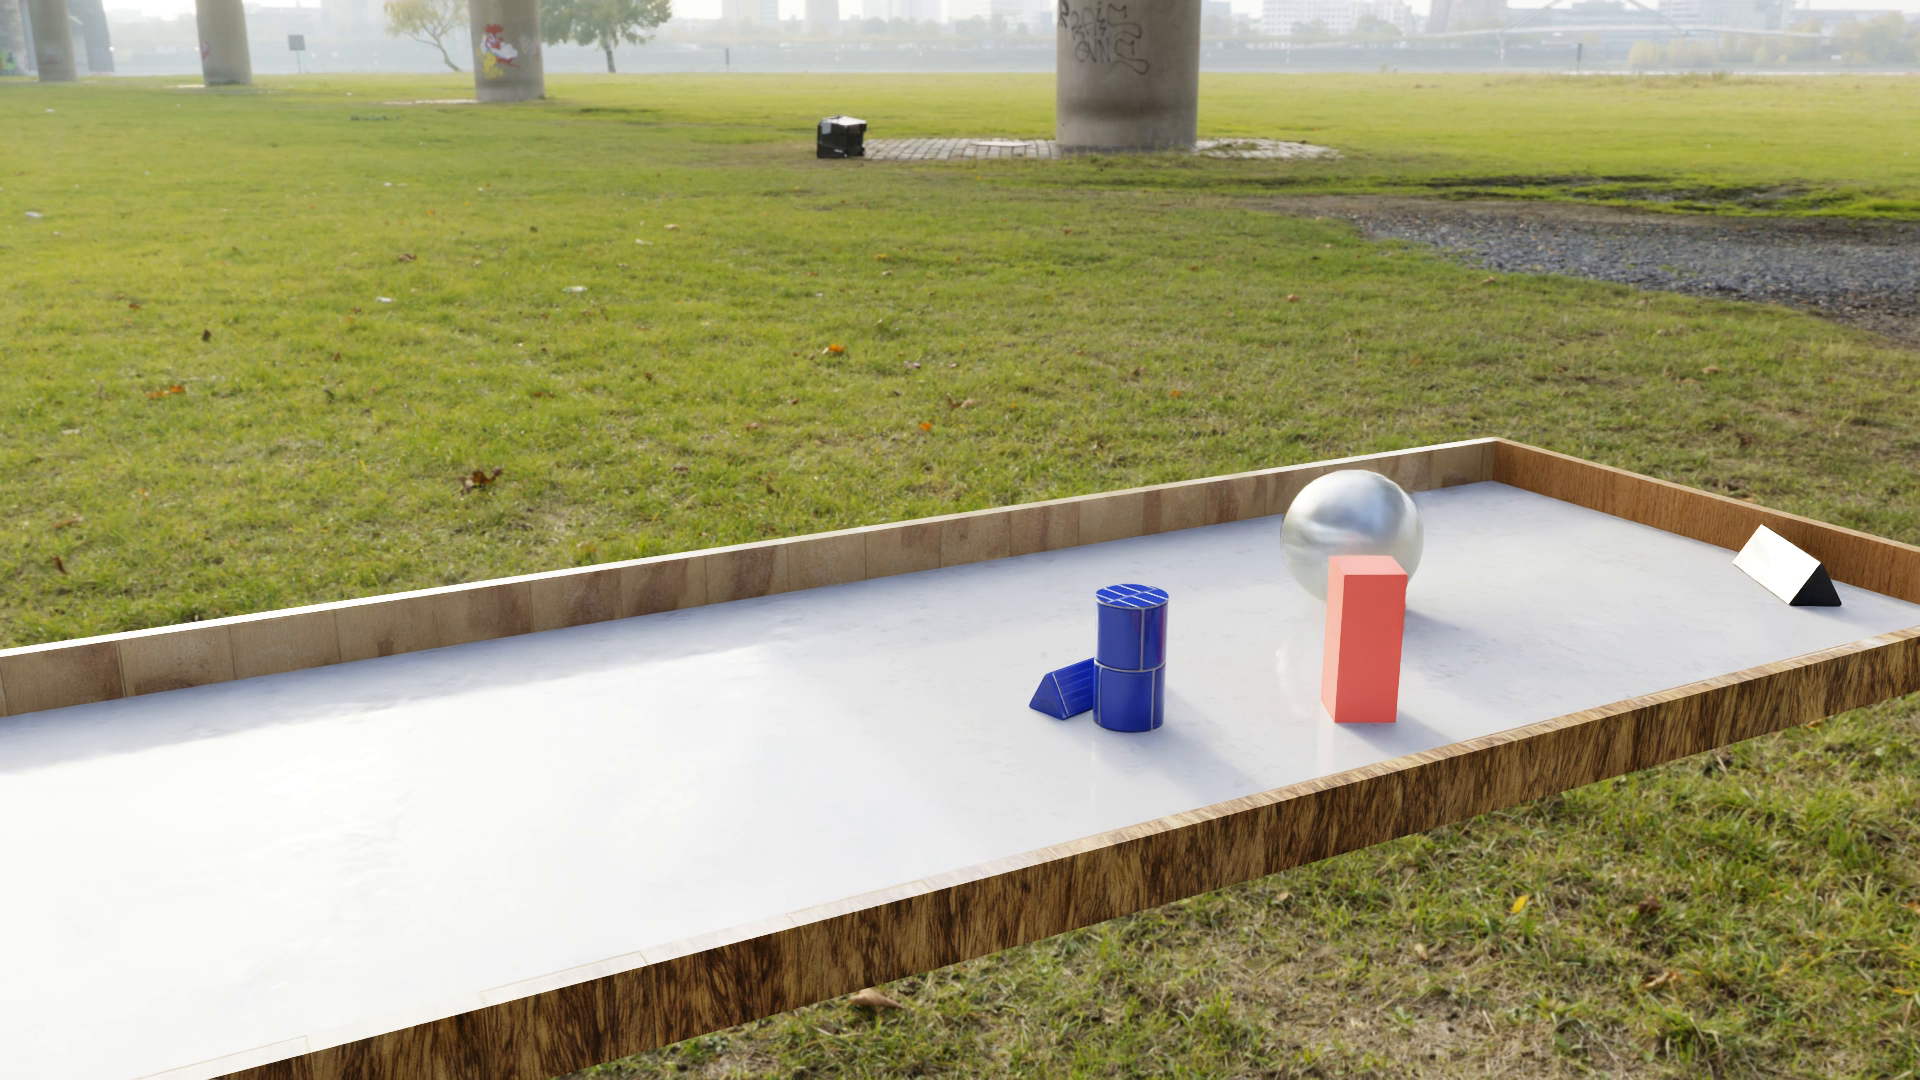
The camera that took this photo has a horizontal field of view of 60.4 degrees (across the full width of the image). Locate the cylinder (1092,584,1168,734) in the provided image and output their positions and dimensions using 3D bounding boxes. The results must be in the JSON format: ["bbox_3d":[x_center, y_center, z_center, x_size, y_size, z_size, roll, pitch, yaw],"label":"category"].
[{"bbox_3d":[0.399,0.276,3.866,0.169,0.310,0.169,0,16,0],"label":"cylinder"}]

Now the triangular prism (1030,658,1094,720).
[{"bbox_3d":[0.336,0.331,4.042,0.359,0.099,0.114,-15,22,-41],"label":"triangular prism"}]

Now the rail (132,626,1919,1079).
[{"bbox_3d":[-2.336,1.006,1.665,12.000,0.150,0.050,-9,18,-27],"label":"rail"}]

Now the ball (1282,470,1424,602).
[{"bbox_3d":[1.111,-0.004,4.672,0.393,0.393,0.393,0,16,0],"label":"ball"}]

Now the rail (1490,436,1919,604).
[{"bbox_3d":[2.466,-0.048,5.253,0.050,0.150,2.100,-9,18,-27],"label":"rail"}]

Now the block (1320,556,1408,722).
[{"bbox_3d":[0.954,0.234,3.908,0.146,0.366,0.146,0,16,-1],"label":"block"}]

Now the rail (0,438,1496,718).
[{"bbox_3d":[-3.305,0.497,3.399,12.000,0.150,0.050,-9,18,-27],"label":"rail"}]

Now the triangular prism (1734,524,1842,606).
[{"bbox_3d":[2.451,0.069,4.882,0.147,0.127,0.399,0,16,3],"label":"triangular prism"}]
